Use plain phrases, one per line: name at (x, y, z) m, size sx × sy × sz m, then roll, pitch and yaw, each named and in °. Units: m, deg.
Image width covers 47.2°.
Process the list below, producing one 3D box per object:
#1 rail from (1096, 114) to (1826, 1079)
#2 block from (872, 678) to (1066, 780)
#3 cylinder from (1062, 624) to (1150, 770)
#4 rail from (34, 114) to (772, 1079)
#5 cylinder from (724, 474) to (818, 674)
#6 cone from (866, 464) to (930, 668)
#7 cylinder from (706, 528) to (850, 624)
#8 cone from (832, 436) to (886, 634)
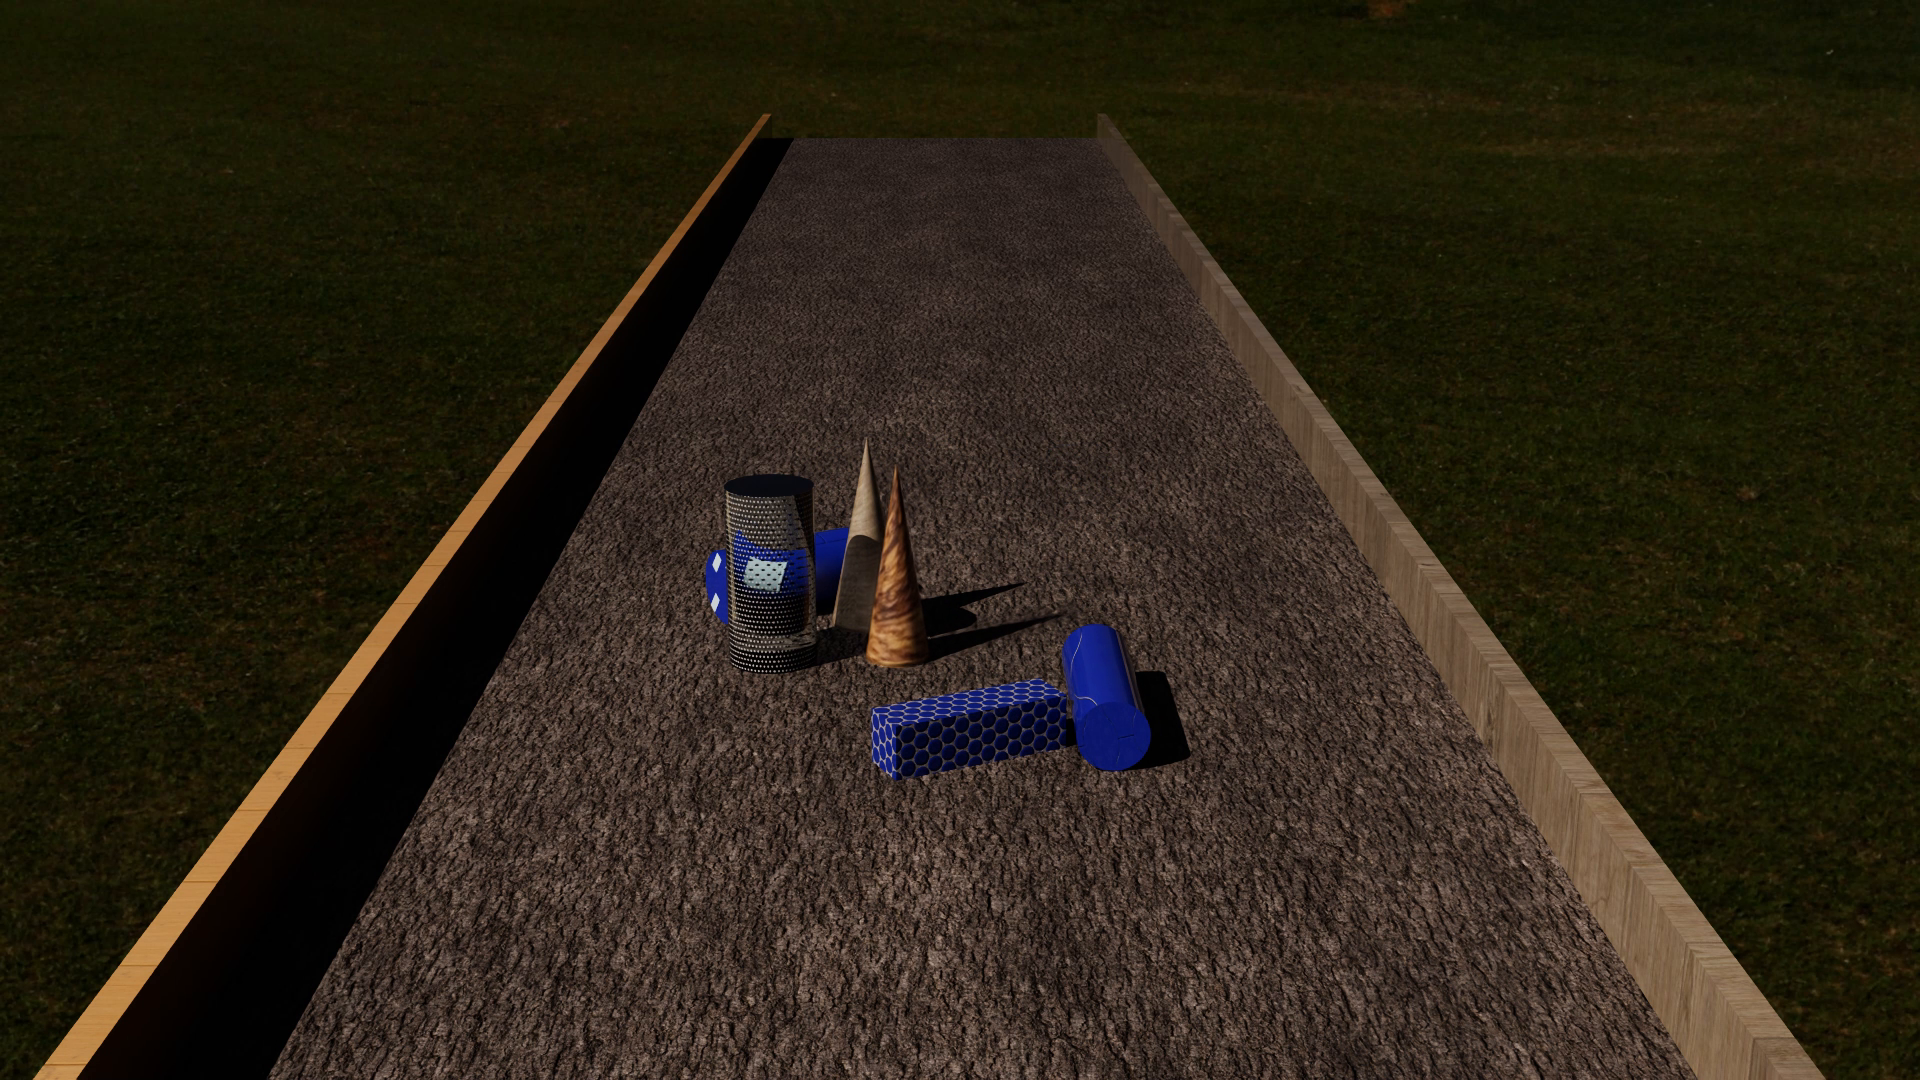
rail at (0.932, -0.844, 7.801) m, size 0.050 × 0.150 × 12.000 m, roll 0°, pitch 17°, yaw -1°
block at (0.017, 0.336, 3.922) m, size 0.339 × 0.101 × 0.101 m, roll -8°, pitch 18°, yaw -26°
cylinder at (0.265, 0.283, 4.045) m, size 0.130 × 0.130 × 0.422 m, roll 0°, pitch 17°, yaw -1°
rail at (-1.118, -0.838, 7.780) m, size 0.050 × 0.150 × 12.000 m, roll 0°, pitch 17°, yaw -1°
cylinder at (-0.375, 0.066, 4.371) m, size 0.177 × 0.361 × 0.177 m, roll 0°, pitch 17°, yaw 0°
cone at (-0.125, 0.040, 4.376) m, size 0.132 × 0.408 × 0.132 m, roll 0°, pitch 16°, yaw 0°
cylinder at (-0.368, 0.075, 4.699) m, size 0.312 × 0.158 × 0.158 m, roll -11°, pitch 20°, yaw -32°
cone at (-0.192, -0.021, 4.591) m, size 0.160 × 0.402 × 0.160 m, roll 0°, pitch 17°, yaw 0°
